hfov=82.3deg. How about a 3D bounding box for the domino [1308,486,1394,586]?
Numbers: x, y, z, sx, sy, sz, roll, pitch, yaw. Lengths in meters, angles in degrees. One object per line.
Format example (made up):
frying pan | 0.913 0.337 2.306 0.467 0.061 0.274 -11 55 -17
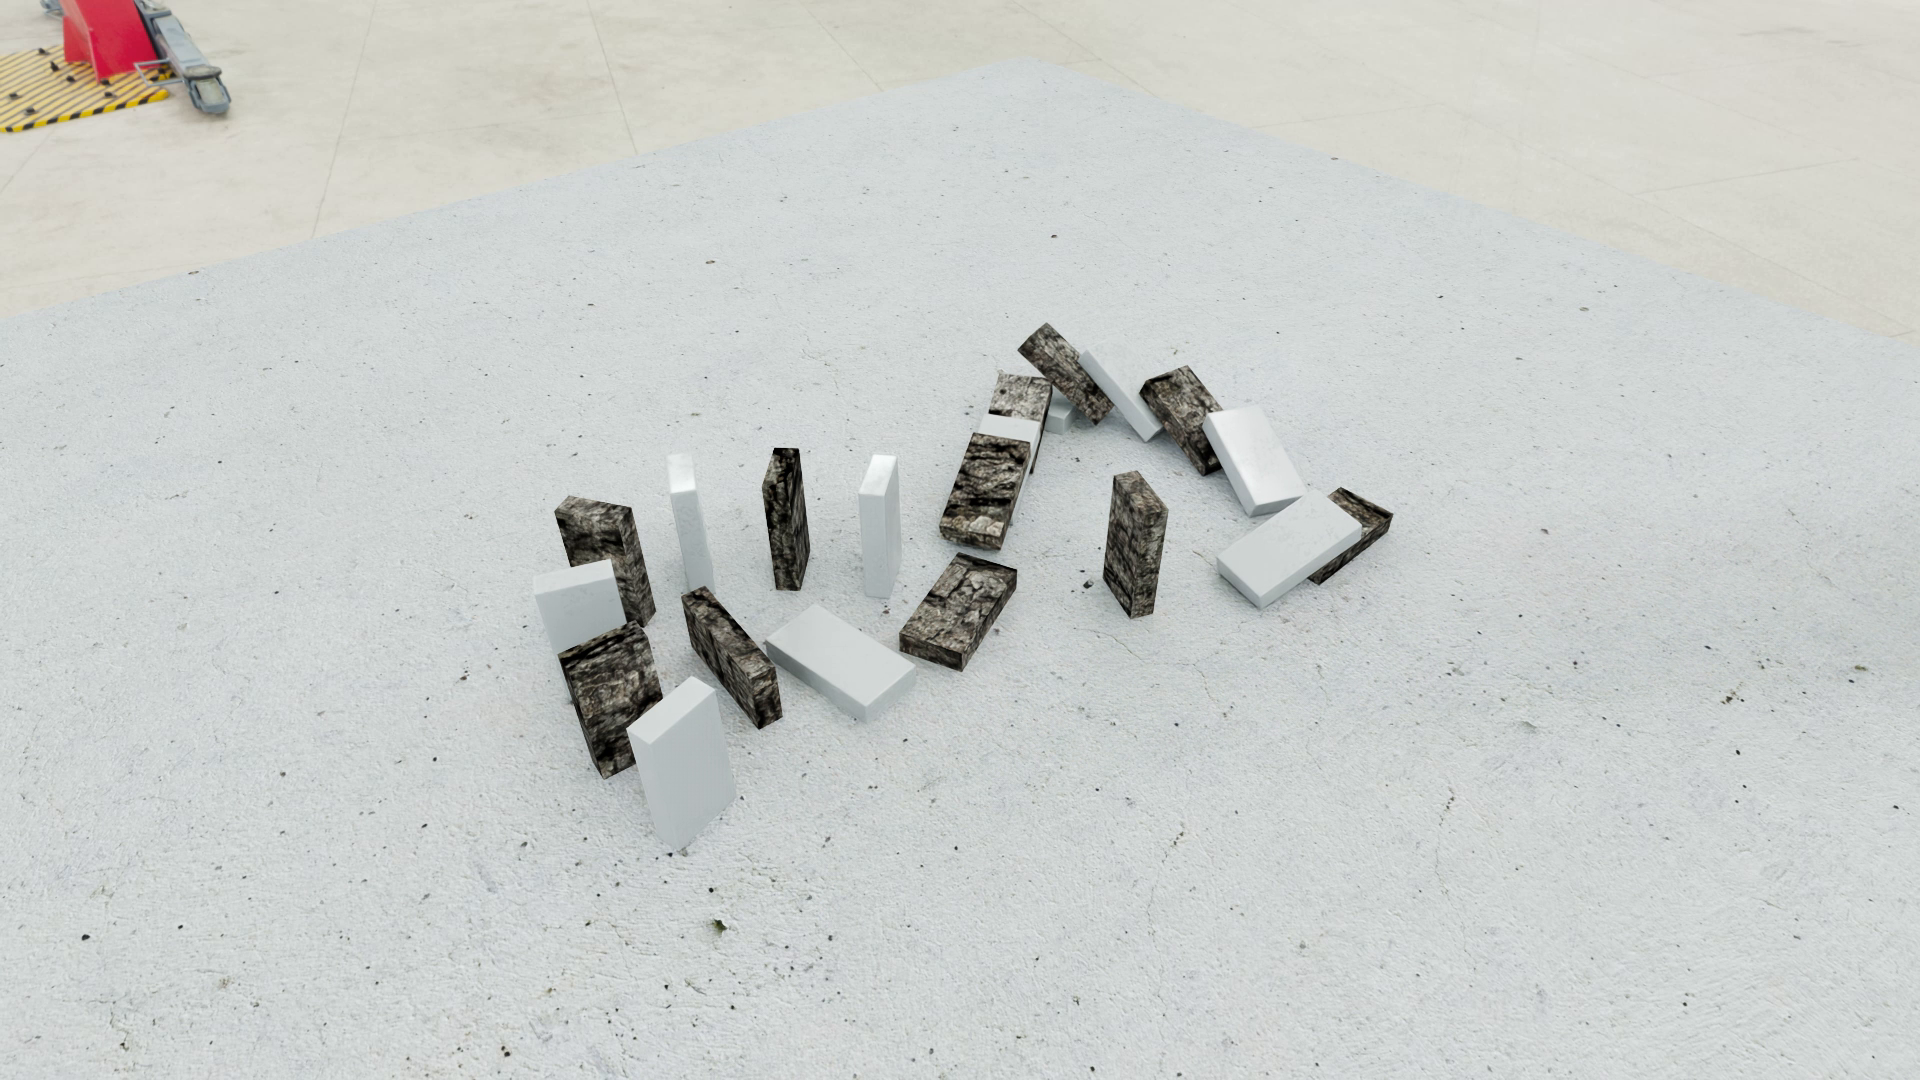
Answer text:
domino | 0.150 -0.002 0.446 0.050 0.010 0.025 -30 48 -31

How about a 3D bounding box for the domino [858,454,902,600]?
domino | -0.030 -0.005 0.417 0.010 0.050 0.025 6 40 7

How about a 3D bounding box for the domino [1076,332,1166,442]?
domino | 0.080 -0.071 0.511 0.025 0.009 0.050 -31 77 -38

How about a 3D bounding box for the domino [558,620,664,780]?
domino | -0.108 0.051 0.349 0.025 0.050 0.010 -25 46 -28

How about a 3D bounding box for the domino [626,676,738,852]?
domino | -0.082 0.067 0.329 0.009 0.050 0.025 24 45 27

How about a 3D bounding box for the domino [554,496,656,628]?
domino | -0.129 0.009 0.401 0.025 0.050 0.009 10 40 12

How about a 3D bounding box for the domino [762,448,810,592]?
domino | -0.066 -0.008 0.421 0.010 0.050 0.025 2 39 2

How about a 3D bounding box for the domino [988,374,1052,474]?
domino | 0.025 -0.054 0.499 0.025 0.009 0.050 7 54 11

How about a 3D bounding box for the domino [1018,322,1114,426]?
domino | 0.052 -0.078 0.511 0.050 0.010 0.025 44 34 -1

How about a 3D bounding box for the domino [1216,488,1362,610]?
domino | 0.127 0.003 0.427 0.050 0.009 0.025 -33 51 -10

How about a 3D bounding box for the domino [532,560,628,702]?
domino | -0.126 0.031 0.373 0.025 0.050 0.010 -14 41 -16

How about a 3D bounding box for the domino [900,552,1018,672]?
domino | 0.000 0.026 0.412 0.025 0.010 0.050 17 42 19

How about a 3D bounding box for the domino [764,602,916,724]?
domino | -0.043 0.043 0.391 0.050 0.010 0.025 28 47 30

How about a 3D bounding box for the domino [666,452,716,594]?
domino | -0.102 -0.005 0.418 0.010 0.050 0.025 -9 40 -11

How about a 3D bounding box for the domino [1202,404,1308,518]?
domino | 0.127 -0.035 0.474 0.025 0.009 0.050 -11 59 -14

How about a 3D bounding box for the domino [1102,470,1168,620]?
domino | 0.065 0.002 0.409 0.009 0.050 0.025 -12 41 -15

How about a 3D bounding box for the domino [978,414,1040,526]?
domino | 0.016 -0.031 0.471 0.025 0.009 0.050 10 56 12

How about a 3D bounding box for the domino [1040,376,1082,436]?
domino | 0.048 -0.070 0.529 0.025 0.009 0.050 18 43 21

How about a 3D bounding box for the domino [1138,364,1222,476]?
domino | 0.106 -0.054 0.495 0.025 0.009 0.050 -23 67 -25

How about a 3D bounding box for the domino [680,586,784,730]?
domino | -0.080 0.040 0.382 0.009 0.025 0.050 -26 46 -28

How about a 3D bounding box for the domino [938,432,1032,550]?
domino | 0.011 -0.021 0.452 0.025 0.009 0.050 11 56 13
